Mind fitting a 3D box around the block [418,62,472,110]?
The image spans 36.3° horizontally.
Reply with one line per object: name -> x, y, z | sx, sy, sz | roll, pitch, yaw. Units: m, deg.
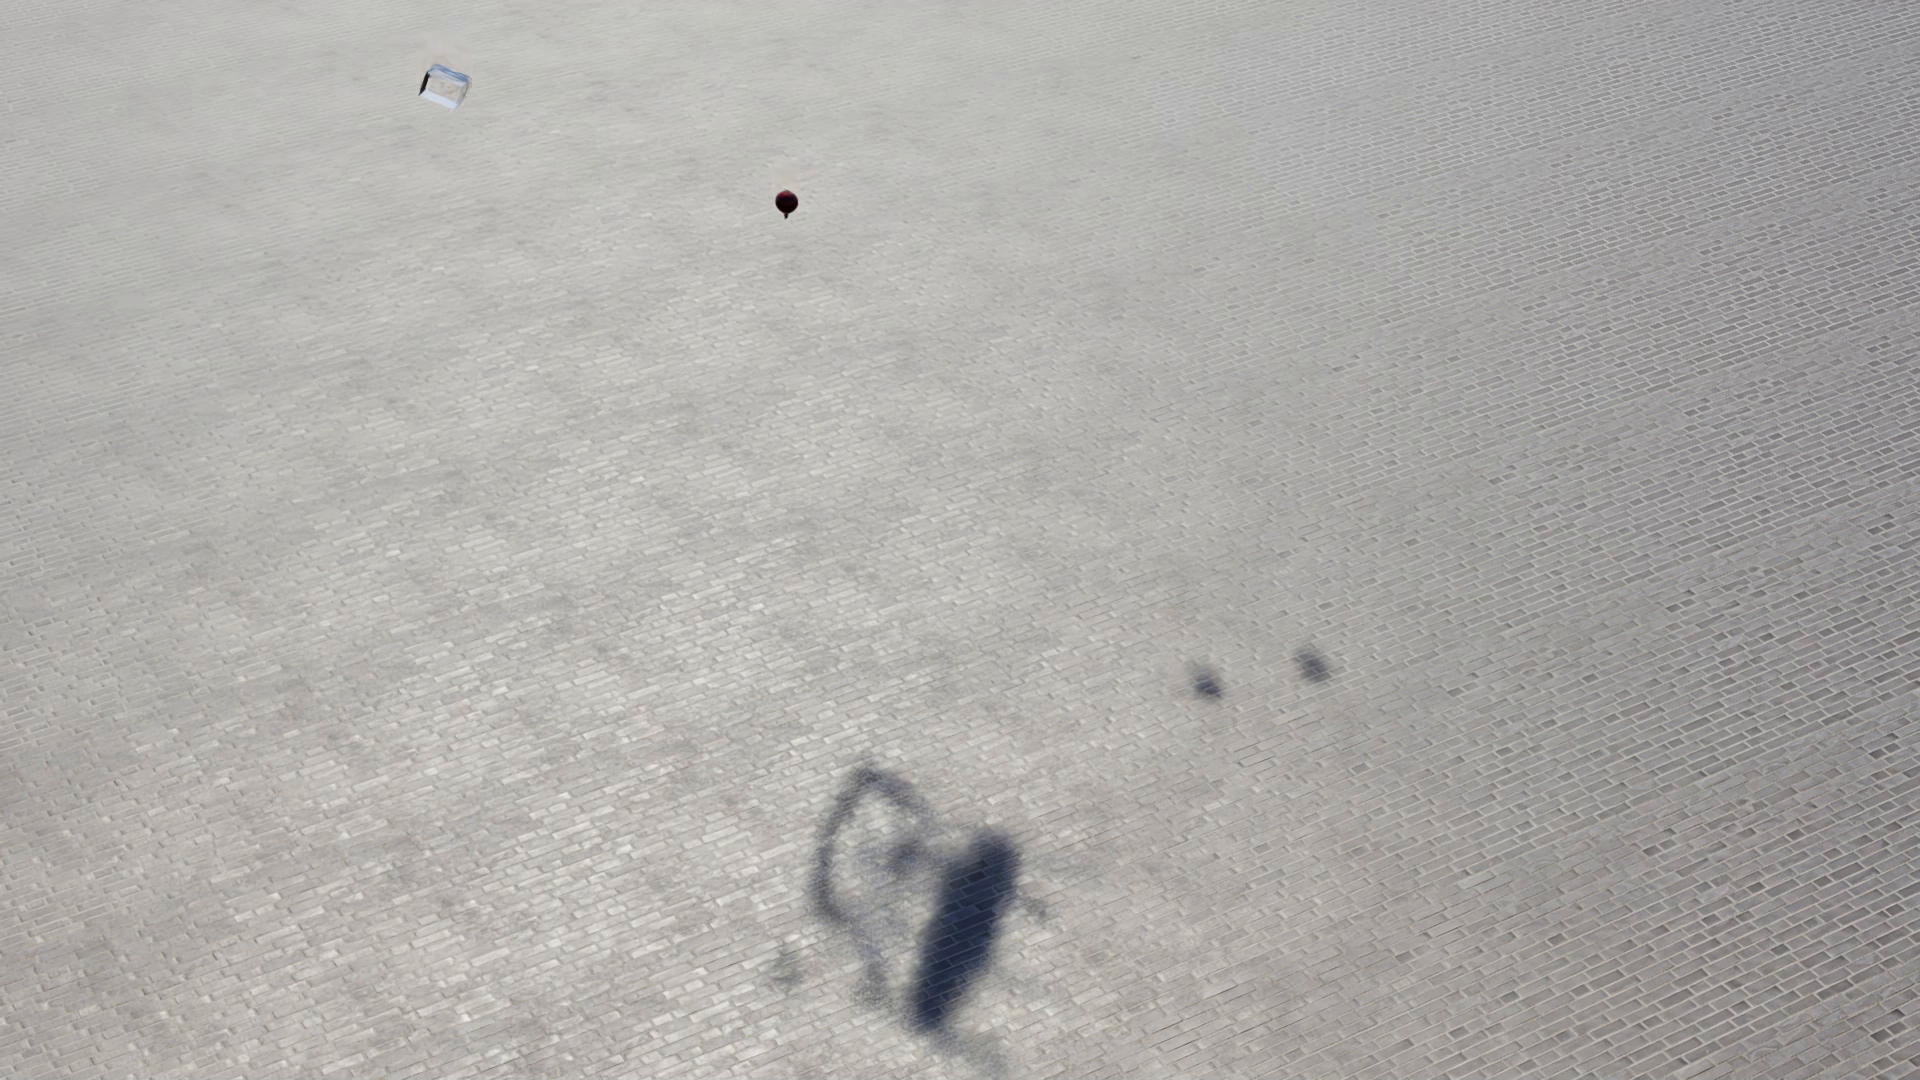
block -> -1.472, -1.297, 8.386 | 0.109, 0.074, 0.099 | 23, 26, -2
